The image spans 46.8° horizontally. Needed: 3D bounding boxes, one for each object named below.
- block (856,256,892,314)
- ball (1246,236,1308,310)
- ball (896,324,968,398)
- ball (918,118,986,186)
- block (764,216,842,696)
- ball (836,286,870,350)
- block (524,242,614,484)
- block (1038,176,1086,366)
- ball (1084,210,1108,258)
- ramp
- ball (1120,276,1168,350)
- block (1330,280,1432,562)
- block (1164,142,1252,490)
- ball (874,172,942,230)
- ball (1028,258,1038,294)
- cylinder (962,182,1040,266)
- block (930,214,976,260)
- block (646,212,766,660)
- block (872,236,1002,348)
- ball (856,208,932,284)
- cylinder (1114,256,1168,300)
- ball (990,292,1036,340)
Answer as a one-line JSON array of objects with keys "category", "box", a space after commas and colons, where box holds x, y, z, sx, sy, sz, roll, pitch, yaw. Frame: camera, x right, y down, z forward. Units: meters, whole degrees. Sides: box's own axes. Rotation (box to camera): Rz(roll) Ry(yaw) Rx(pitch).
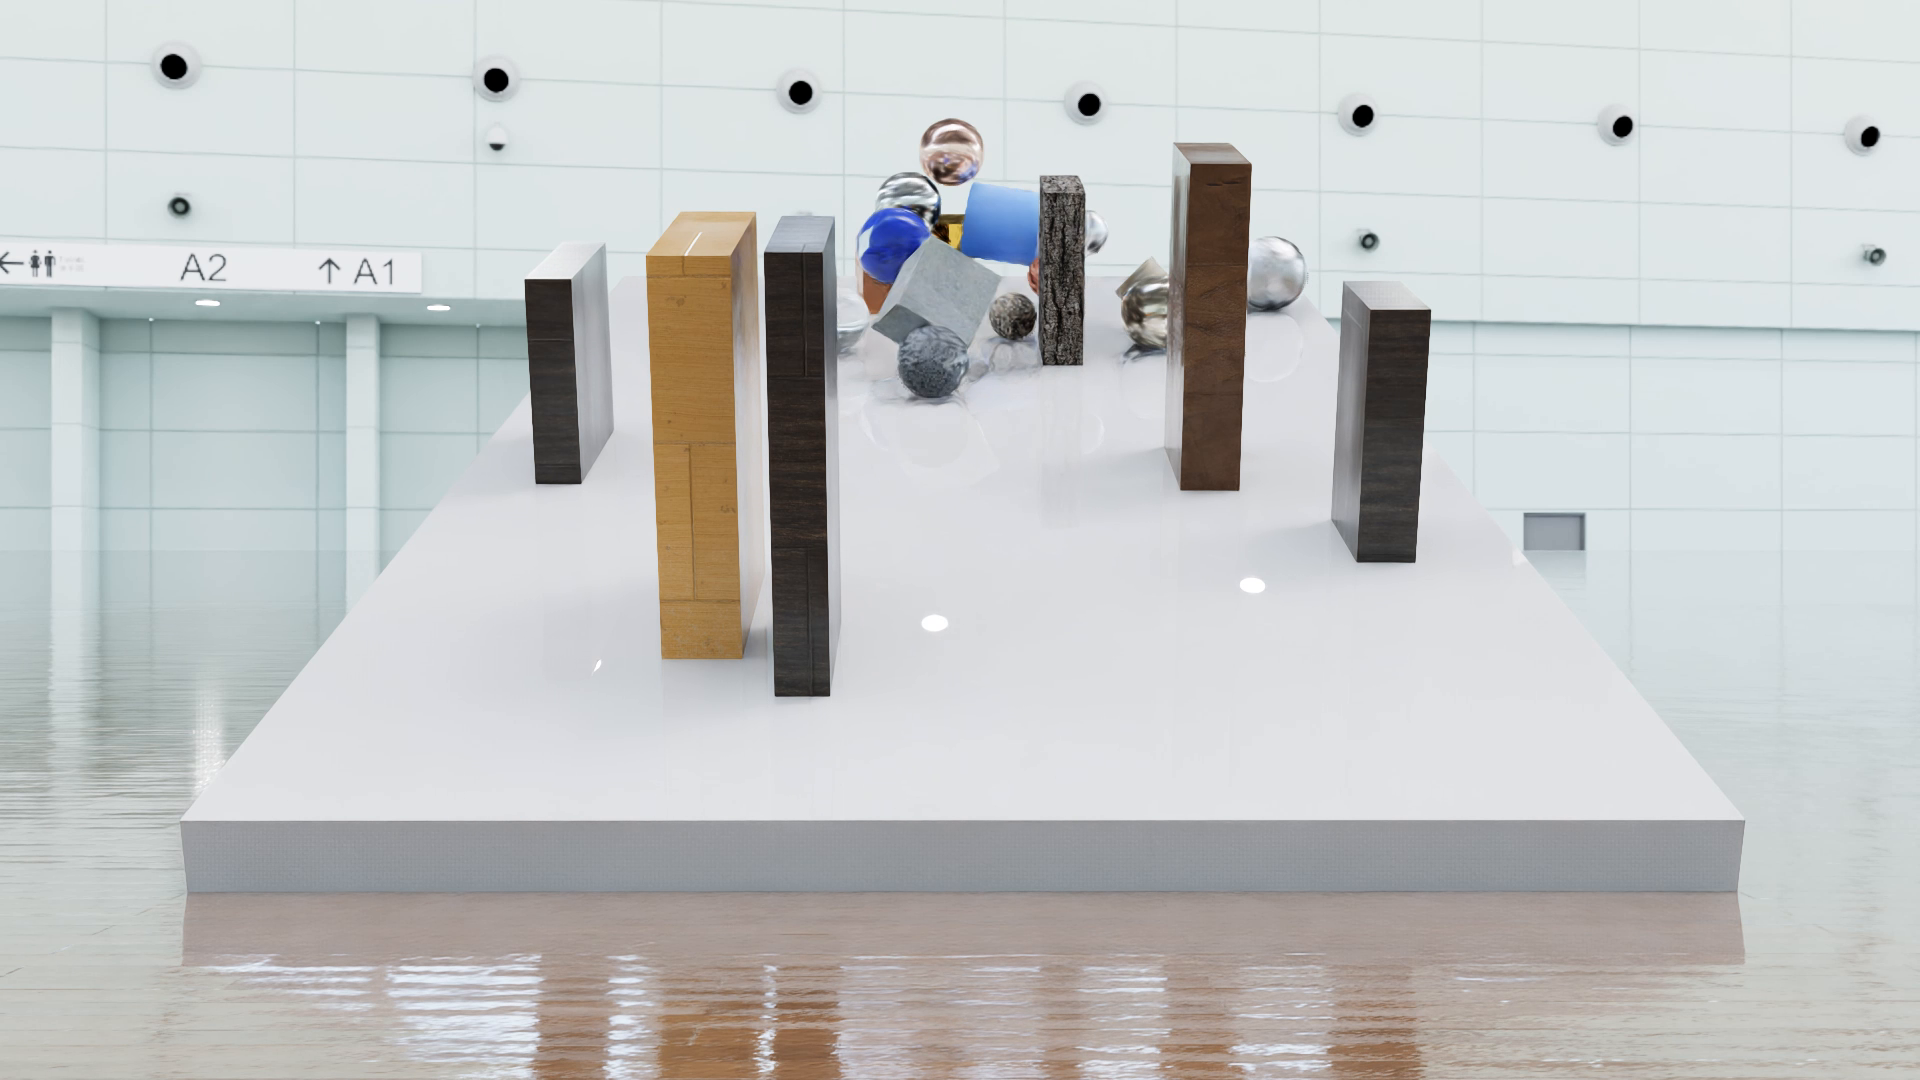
[{"category": "block", "box": [-0.186, -0.740, 6.164, 0.185, 0.185, 0.185, -3, 17, -9]}, {"category": "ball", "box": [0.856, -0.736, 6.124, 0.204, 0.204, 0.204, 0, 0, 0]}, {"category": "ball", "box": [-0.063, -0.410, 5.097, 0.168, 0.168, 0.168, 0, 0, 0]}, {"category": "ball", "box": [-0.023, -1.080, 6.181, 0.187, 0.187, 0.187, 0, 0, 0]}, {"category": "block", "box": [-0.232, -0.133, 3.327, 0.082, 0.656, 0.344, 0, 17, 0]}, {"category": "ball", "box": [-0.308, -0.558, 5.577, 0.162, 0.162, 0.162, 0, 0, 0]}, {"category": "block", "box": [-0.795, -0.371, 4.543, 0.091, 0.410, 0.445, 0, 17, 0]}, {"category": "block", "box": [0.253, -0.680, 5.552, 0.099, 0.423, 0.329, 0, 17, 0]}, {"category": "ball", "box": [0.323, -0.795, 5.749, 0.124, 0.124, 0.124, 0, 0, 0]}, {"category": "ramp", "box": [-0.003, -0.170, 4.762, 2.000, 0.100, 4.000, 0, 17, 0]}, {"category": "ball", "box": [0.499, -0.576, 5.620, 0.186, 0.186, 0.186, 0, 0, 0]}, {"category": "block", "box": [0.748, -0.216, 3.962, 0.104, 0.450, 0.277, 0, 17, 0]}, {"category": "block", "box": [0.490, -0.452, 4.424, 0.116, 0.636, 0.350, 0, 17, 0]}, {"category": "ball", "box": [-0.143, -0.923, 6.118, 0.186, 0.186, 0.186, 0, 0, 0]}, {"category": "ball", "box": [0.241, -0.705, 5.919, 0.121, 0.121, 0.121, 0, 0, 0]}, {"category": "cylinder", "box": [0.125, -0.886, 6.228, 0.208, 0.208, 0.208, 9, 1, 5]}, {"category": "block", "box": [-0.057, -0.844, 6.500, 0.192, 0.192, 0.192, 1, 17, 4]}, {"category": "block", "box": [-0.398, -0.179, 3.535, 0.124, 0.624, 0.443, 0, 17, 0]}, {"category": "block", "box": [-0.057, -0.571, 5.333, 0.199, 0.199, 0.199, 30, -21, -13]}, {"category": "ball", "box": [-0.172, -0.767, 5.790, 0.201, 0.201, 0.201, 0, 0, 0]}, {"category": "cylinder", "box": [0.503, -0.653, 5.861, 0.135, 0.135, 0.135, -43, 0, 0]}, {"category": "ball", "box": [0.137, -0.580, 5.744, 0.122, 0.122, 0.122, 0, 0, 0]}]
